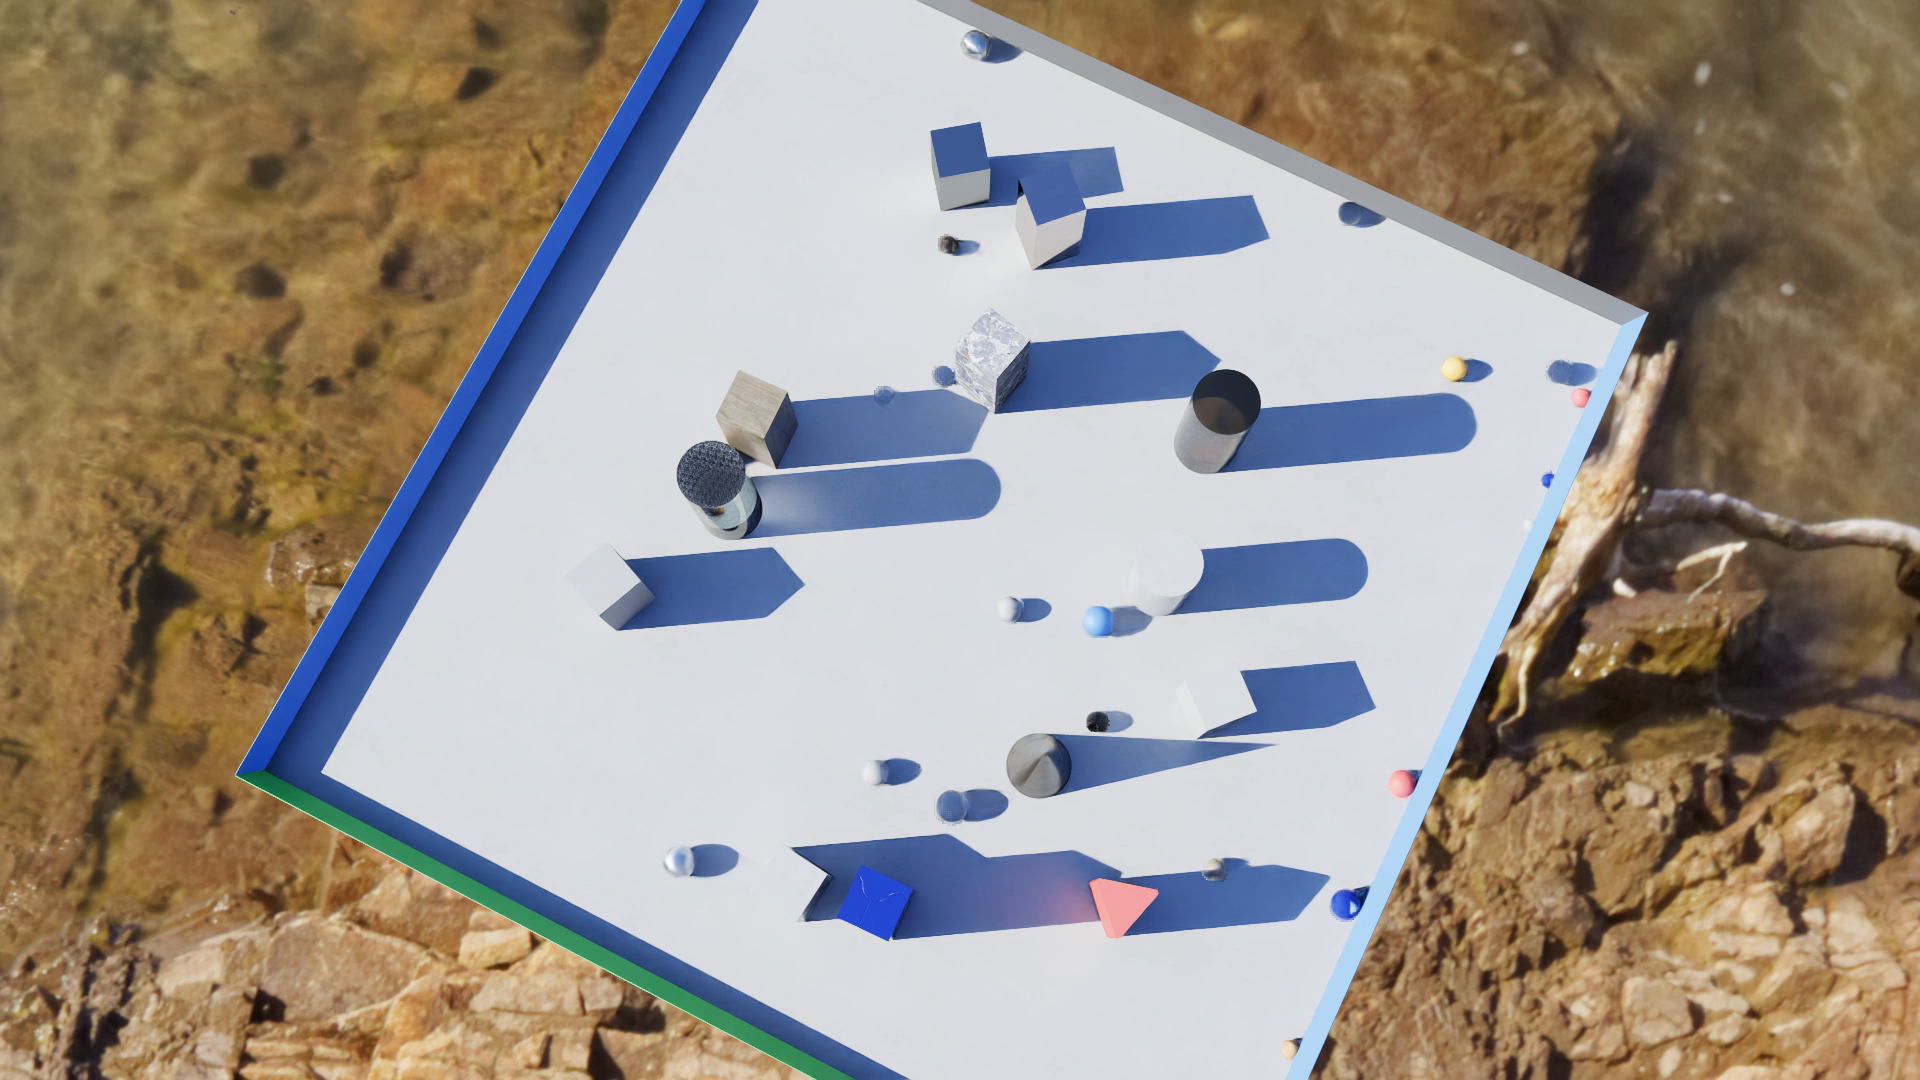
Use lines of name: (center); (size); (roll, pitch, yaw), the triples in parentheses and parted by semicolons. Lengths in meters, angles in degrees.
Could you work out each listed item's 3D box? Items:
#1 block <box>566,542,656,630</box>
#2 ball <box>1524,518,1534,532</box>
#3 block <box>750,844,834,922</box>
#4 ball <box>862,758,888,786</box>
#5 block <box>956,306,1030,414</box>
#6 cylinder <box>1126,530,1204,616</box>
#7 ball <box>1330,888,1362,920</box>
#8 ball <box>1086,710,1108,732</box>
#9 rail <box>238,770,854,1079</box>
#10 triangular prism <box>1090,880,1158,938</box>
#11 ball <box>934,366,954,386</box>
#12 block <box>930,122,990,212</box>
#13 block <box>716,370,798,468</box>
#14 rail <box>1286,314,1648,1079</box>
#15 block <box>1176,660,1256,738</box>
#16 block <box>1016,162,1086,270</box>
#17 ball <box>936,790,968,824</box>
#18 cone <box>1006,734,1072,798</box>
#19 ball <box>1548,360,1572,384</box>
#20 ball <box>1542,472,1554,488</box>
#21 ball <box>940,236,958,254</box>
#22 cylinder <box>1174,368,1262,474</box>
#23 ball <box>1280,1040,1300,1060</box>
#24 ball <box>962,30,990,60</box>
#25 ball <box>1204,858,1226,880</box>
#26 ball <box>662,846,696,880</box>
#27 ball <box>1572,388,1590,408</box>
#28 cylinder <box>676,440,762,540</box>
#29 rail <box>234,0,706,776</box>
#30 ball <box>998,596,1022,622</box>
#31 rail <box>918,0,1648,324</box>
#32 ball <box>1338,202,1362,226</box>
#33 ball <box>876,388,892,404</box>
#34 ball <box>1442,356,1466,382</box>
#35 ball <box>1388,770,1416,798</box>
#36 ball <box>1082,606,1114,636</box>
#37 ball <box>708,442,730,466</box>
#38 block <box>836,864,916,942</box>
block: (-1.034, 0.140, 5.443); (0.157, 0.283, 0.157); (-40, 81, -8)
ball: (1.745, -0.045, 5.604); (0.042, 0.042, 0.042); (0, 78, 0)
block: (-0.479, 0.987, 5.262); (0.157, 0.293, 0.157); (32, 80, 6)
ball: (-0.252, 0.689, 5.433); (0.080, 0.080, 0.080); (0, 78, 0)
block: (0.097, -0.538, 5.533); (0.157, 0.382, 0.157); (39, 81, 7)
cylinder: (0.601, 0.101, 5.420); (0.196, 0.343, 0.196); (0, 78, 0)
ball: (1.127, 1.063, 5.351); (0.090, 0.090, 0.090); (0, 78, 0)
ball: (0.408, 0.543, 5.471); (0.066, 0.066, 0.066); (0, 78, 0)
rail: (-0.696, 1.370, 5.267); (3.154, 0.127, 0.045); (26, 80, 5)
triangular prism: (0.436, 1.022, 5.231); (0.147, 0.340, 0.170); (41, 81, 8)
ball: (-0.052, -0.512, 5.690); (0.063, 0.063, 0.063); (0, 78, 0)
block: (0.000, -1.163, 5.719); (0.157, 0.270, 0.157); (-11, 79, -2)
block: (-0.606, -0.357, 5.500); (0.157, 0.372, 0.157); (24, 79, 5)
rail: (1.389, 0.687, 5.408); (0.045, 0.127, 3.160); (26, 80, 5)
block: (0.750, 0.473, 5.391); (0.157, 0.251, 0.157); (-21, 79, -4)
block: (0.275, -0.988, 5.627); (0.157, 0.380, 0.157); (-19, 79, -4)
ball: (-0.023, 0.786, 5.404); (0.098, 0.098, 0.098); (0, 78, 0)
cone: (0.236, 0.629, 5.255); (0.196, 0.452, 0.196); (0, 78, 0)
ball: (1.861, -0.521, 5.686); (0.075, 0.075, 0.075); (0, 78, 0)
ball: (1.810, -0.183, 5.631); (0.046, 0.046, 0.046); (0, 78, 0)
ball: (-0.035, -0.929, 5.779); (0.058, 0.058, 0.058); (0, 78, 0)
cylinder: (0.760, -0.346, 5.450); (0.196, 0.467, 0.196); (0, 78, 0)
ball: (0.954, 1.469, 5.283); (0.058, 0.058, 0.058); (0, 78, 0)
ball: (0.050, -1.593, 5.899); (0.093, 0.093, 0.093); (0, 78, 0)
ball: (0.751, 0.969, 5.383); (0.064, 0.064, 0.064); (0, 78, 0)
ball: (-0.822, 0.945, 5.371); (0.098, 0.098, 0.098); (0, 78, 0)
ball: (1.925, -0.439, 5.676); (0.061, 0.061, 0.061); (0, 78, 0)
cylinder: (-0.705, -0.141, 5.412); (0.196, 0.458, 0.196); (0, 78, 0)
rail: (-1.389, -0.673, 5.690); (0.045, 0.127, 3.160); (26, 80, 5)
ball: (0.150, 0.209, 5.534); (0.076, 0.076, 0.076); (0, 78, 0)
rail: (0.696, -1.356, 5.831); (3.154, 0.127, 0.045); (26, 80, 5)
ball: (1.230, -1.032, 5.792); (0.075, 0.075, 0.075); (0, 78, 0)
ball: (-0.234, -0.447, 5.683); (0.050, 0.050, 0.050); (0, 78, 0)
ball: (1.533, -0.531, 5.687); (0.077, 0.077, 0.077); (0, 78, 0)
ball: (1.309, 0.722, 5.425); (0.082, 0.082, 0.082); (0, 78, 0)
ball: (0.417, 0.244, 5.517); (0.096, 0.096, 0.096); (0, 78, 0)
ball: (-0.740, -0.264, 5.635); (0.071, 0.071, 0.071); (0, 78, 0)
block: (-0.234, 1.033, 5.208); (0.157, 0.382, 0.157); (24, 79, 5)
